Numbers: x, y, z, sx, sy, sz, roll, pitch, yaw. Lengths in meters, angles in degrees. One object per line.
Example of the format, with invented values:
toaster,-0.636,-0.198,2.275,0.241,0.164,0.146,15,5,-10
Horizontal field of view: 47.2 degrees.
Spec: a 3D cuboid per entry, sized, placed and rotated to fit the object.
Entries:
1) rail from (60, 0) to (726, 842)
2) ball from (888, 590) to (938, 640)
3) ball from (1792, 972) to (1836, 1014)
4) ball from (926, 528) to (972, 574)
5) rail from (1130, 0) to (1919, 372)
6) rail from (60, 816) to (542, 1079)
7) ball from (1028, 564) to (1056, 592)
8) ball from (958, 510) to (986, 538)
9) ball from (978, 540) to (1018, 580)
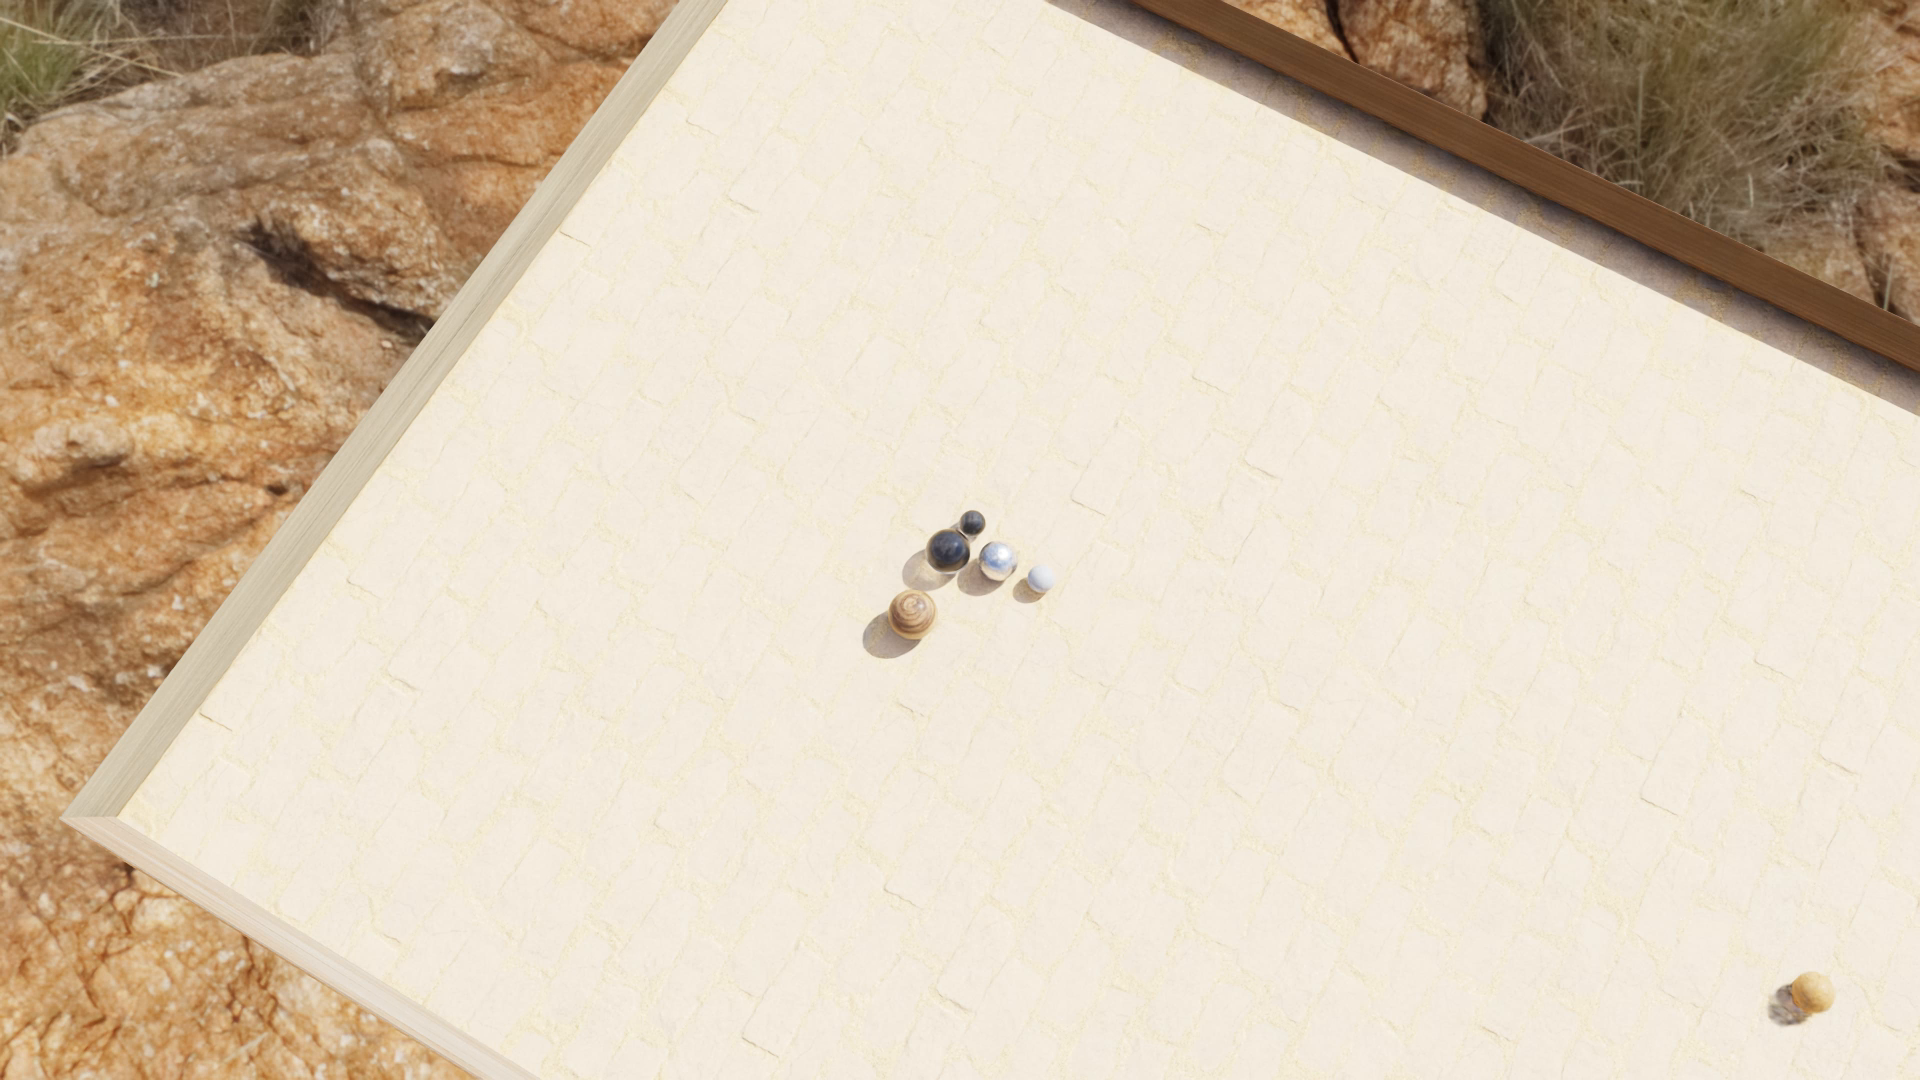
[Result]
rail,-0.773,-0.421,3.663,0.045,0.103,2.166,28,70,11
ball,-0.074,0.117,3.452,0.080,0.080,0.080,0,67,0
ball,1.254,0.665,3.232,0.062,0.062,0.062,0,67,0
ball,-0.019,0.018,3.496,0.073,0.073,0.073,0,67,0
rail,1.324,-0.431,3.667,3.665,0.103,0.045,28,70,11
rail,0.262,1.261,2.959,3.665,0.103,0.045,28,70,11
ball,0.129,0.062,3.493,0.045,0.045,0.045,0,67,0
ball,0.020,-0.027,3.531,0.044,0.044,0.044,0,67,0
ball,0.061,0.033,3.495,0.065,0.065,0.065,0,67,0
